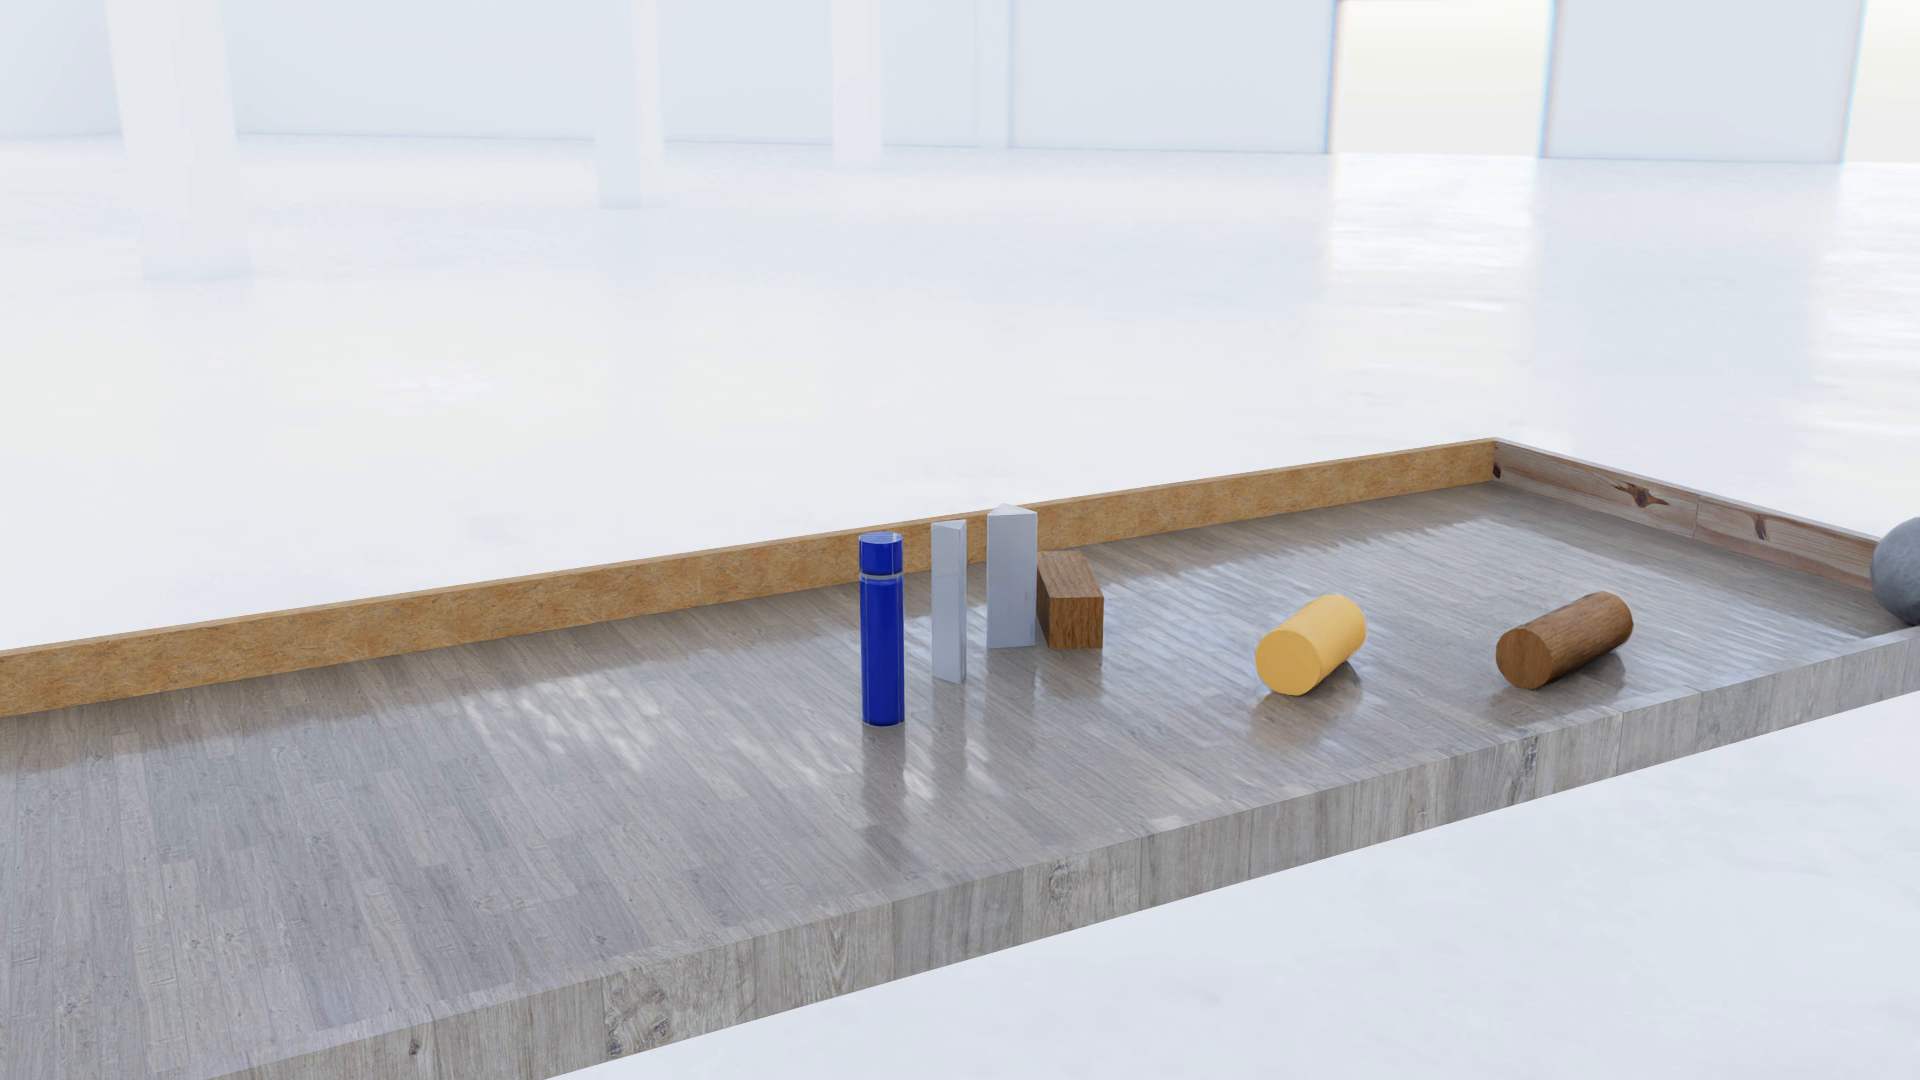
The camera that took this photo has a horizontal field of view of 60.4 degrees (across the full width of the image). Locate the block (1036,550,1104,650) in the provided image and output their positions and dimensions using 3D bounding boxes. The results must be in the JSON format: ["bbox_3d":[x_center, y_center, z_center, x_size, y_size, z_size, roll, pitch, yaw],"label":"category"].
[{"bbox_3d":[0.292,0.160,4.557,0.143,0.143,0.424,-1,16,-4],"label":"block"}]

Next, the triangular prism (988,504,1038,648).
[{"bbox_3d":[0.127,0.092,4.393,0.132,0.366,0.114,-3,17,-10],"label":"triangular prism"}]

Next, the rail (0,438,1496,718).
[{"bbox_3d":[-3.305,0.497,3.399,12.000,0.150,0.050,-9,18,-27],"label":"rail"}]

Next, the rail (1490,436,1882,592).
[{"bbox_3d":[2.466,-0.048,5.253,0.050,0.150,2.100,-9,18,-27],"label":"rail"}]

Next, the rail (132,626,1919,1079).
[{"bbox_3d":[-2.336,1.006,1.665,12.000,0.150,0.050,-9,18,-27],"label":"rail"}]

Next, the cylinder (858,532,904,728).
[{"bbox_3d":[-0.181,0.210,3.843,0.101,0.450,0.101,0,16,0],"label":"cylinder"}]

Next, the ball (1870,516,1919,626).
[{"bbox_3d":[2.666,0.086,4.506,0.313,0.313,0.313,0,16,0],"label":"ball"}]

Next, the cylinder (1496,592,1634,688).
[{"bbox_3d":[1.551,0.252,4.225,0.431,0.153,0.153,-15,22,-41],"label":"cylinder"}]

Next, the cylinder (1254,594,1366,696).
[{"bbox_3d":[0.889,0.261,4.168,0.169,0.169,0.330,10,19,31],"label":"cylinder"}]

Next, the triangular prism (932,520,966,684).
[{"bbox_3d":[-0.011,0.150,4.130,0.091,0.402,0.079,13,21,38],"label":"triangular prism"}]
